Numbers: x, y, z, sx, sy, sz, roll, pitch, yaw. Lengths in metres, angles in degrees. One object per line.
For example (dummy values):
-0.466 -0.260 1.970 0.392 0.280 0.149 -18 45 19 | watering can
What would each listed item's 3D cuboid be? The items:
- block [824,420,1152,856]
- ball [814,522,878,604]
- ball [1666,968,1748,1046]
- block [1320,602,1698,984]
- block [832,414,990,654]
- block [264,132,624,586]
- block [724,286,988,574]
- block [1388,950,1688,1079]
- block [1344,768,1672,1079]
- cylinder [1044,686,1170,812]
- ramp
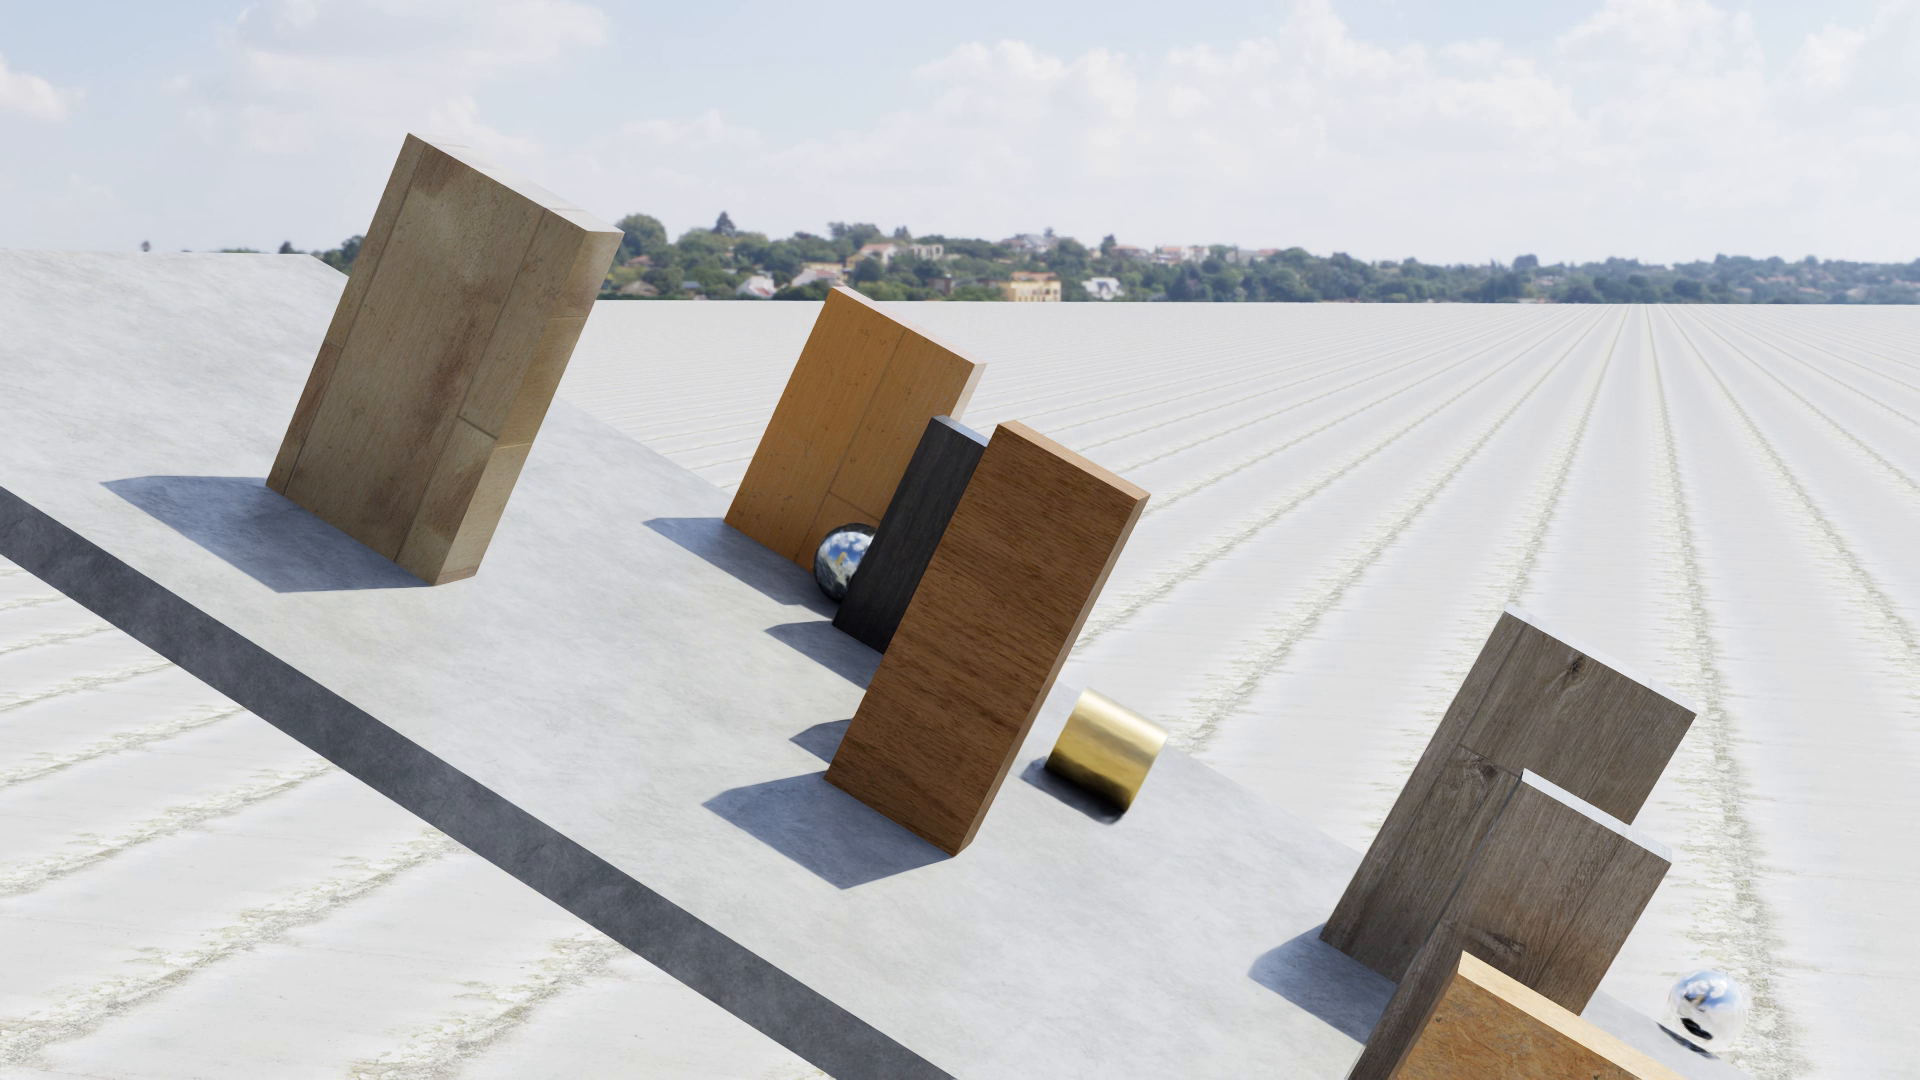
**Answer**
0.043 0.171 3.801 0.271 0.707 0.106 29 14 12 | block
-0.228 0.055 4.827 0.187 0.187 0.187 0 7 0 | ball
1.623 1.016 4.778 0.165 0.165 0.165 0 7 0 | ball
1.038 0.538 4.195 0.390 0.737 0.120 29 14 12 | block
0.013 0.051 4.622 0.389 0.500 0.089 29 14 12 | block
-0.915 -0.317 3.889 0.377 0.691 0.144 29 14 12 | block
-0.239 -0.218 4.948 0.371 0.596 0.098 29 14 12 | block
0.767 0.870 3.130 0.355 0.433 0.106 29 14 12 | block
0.802 0.697 3.341 0.242 0.664 0.084 29 14 12 | block
0.296 0.421 4.436 0.189 0.189 0.189 28 11 6 | cylinder
-0.238 0.399 4.156 4.000 0.100 2.000 29 14 12 | ramp
